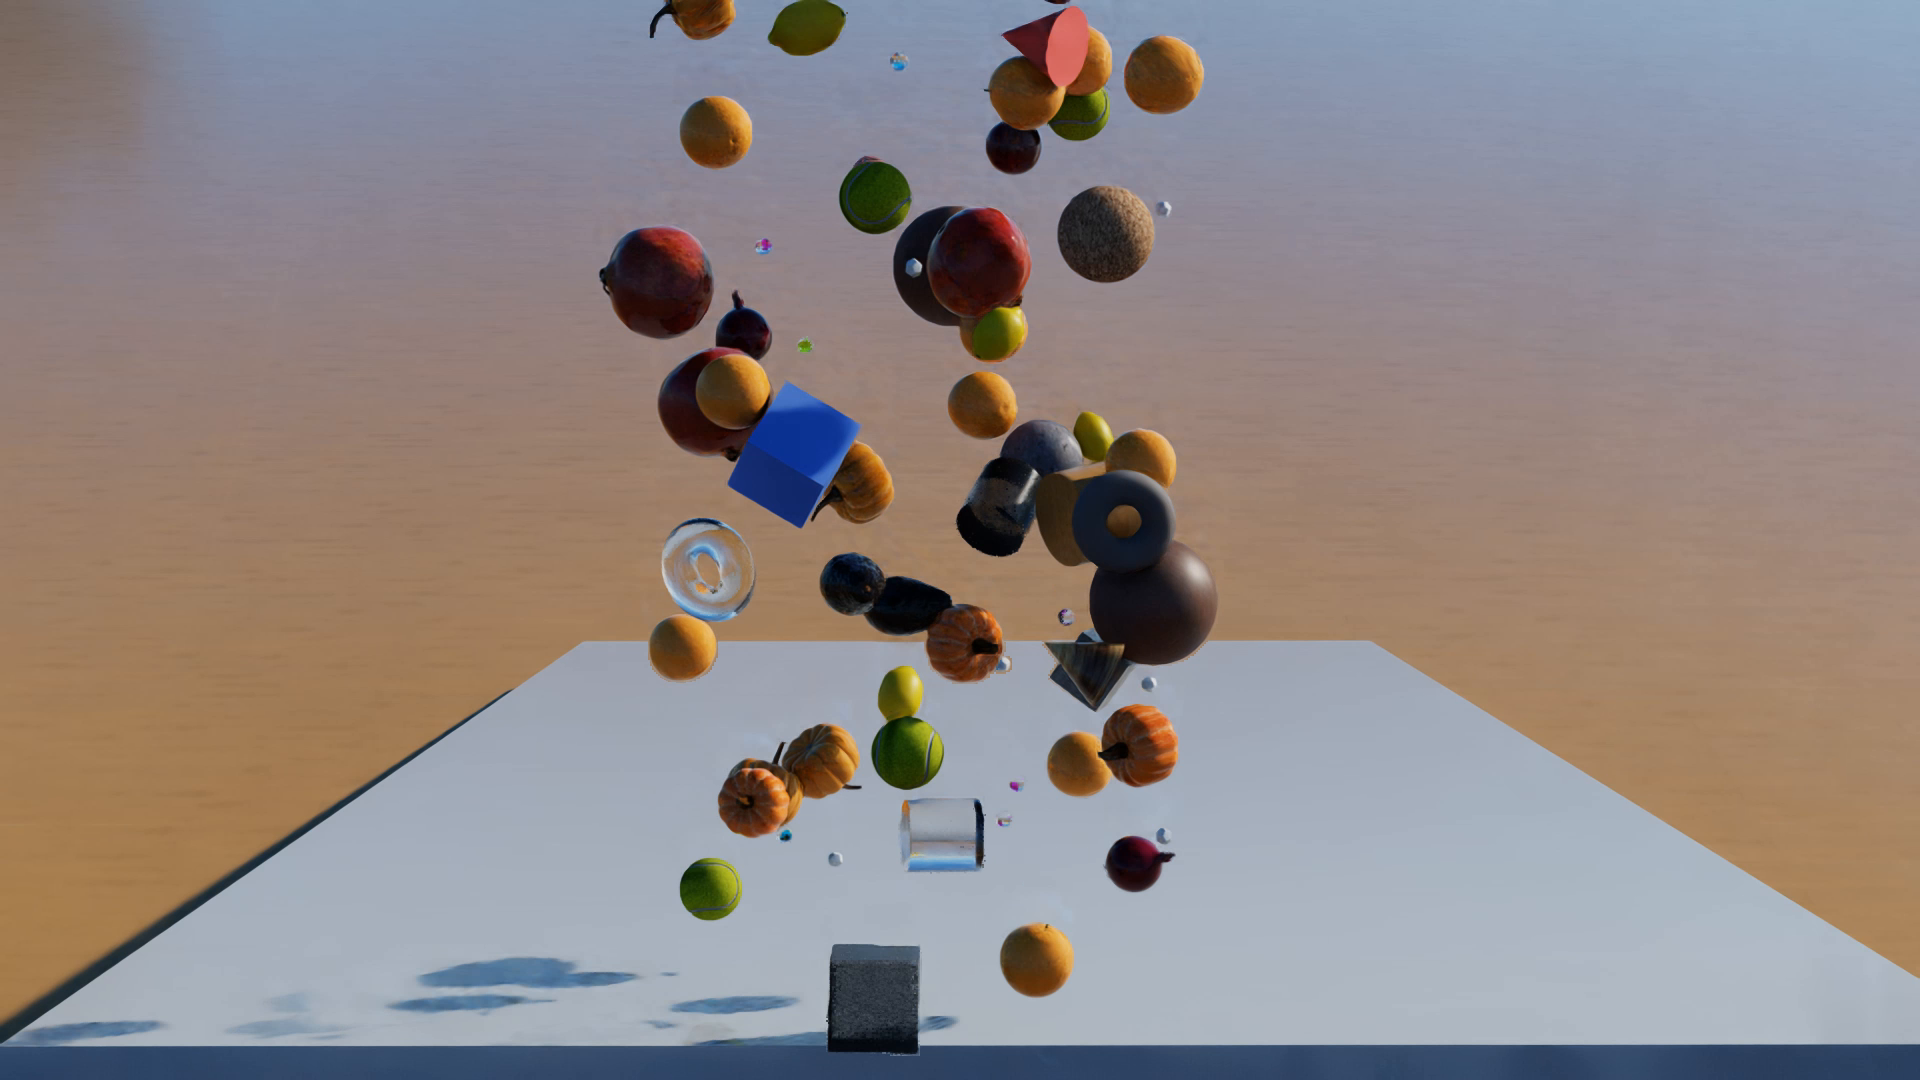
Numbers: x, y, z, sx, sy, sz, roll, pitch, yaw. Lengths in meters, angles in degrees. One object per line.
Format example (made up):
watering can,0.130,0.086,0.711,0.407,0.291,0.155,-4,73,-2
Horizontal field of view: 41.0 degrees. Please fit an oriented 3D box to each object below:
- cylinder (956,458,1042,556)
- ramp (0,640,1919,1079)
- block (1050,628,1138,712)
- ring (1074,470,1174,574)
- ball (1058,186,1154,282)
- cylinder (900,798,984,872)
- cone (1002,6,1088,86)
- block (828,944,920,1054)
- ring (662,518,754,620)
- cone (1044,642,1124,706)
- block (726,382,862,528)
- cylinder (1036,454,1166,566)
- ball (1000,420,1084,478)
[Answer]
cylinder,0.044,-0.034,2.661,0.073,0.073,0.073,8,44,21
ramp,0.047,0.428,4.533,2.000,0.100,4.000,0,3,0
block,0.136,0.131,2.596,0.058,0.058,0.058,37,10,10
ring,0.160,-0.018,2.504,0.101,0.101,0.034,-3,-1,-9
ball,0.142,-0.298,2.497,0.094,0.094,0.094,0,20,0
cylinder,-0.018,0.289,2.511,0.071,0.071,0.071,0,20,-10
cone,0.071,-0.481,2.473,0.077,0.077,0.077,17,26,30
block,-0.085,0.454,2.544,0.087,0.087,0.087,1,4,0
ring,-0.261,0.031,2.659,0.112,0.112,0.037,12,26,30
cone,0.113,0.116,2.504,0.070,0.070,0.070,27,20,-4
block,-0.161,-0.082,2.483,0.084,0.084,0.084,31,55,-1
cylinder,0.145,-0.031,2.623,0.098,0.098,0.098,-15,25,-29
ball,0.086,-0.083,2.716,0.088,0.088,0.088,0,20,0
